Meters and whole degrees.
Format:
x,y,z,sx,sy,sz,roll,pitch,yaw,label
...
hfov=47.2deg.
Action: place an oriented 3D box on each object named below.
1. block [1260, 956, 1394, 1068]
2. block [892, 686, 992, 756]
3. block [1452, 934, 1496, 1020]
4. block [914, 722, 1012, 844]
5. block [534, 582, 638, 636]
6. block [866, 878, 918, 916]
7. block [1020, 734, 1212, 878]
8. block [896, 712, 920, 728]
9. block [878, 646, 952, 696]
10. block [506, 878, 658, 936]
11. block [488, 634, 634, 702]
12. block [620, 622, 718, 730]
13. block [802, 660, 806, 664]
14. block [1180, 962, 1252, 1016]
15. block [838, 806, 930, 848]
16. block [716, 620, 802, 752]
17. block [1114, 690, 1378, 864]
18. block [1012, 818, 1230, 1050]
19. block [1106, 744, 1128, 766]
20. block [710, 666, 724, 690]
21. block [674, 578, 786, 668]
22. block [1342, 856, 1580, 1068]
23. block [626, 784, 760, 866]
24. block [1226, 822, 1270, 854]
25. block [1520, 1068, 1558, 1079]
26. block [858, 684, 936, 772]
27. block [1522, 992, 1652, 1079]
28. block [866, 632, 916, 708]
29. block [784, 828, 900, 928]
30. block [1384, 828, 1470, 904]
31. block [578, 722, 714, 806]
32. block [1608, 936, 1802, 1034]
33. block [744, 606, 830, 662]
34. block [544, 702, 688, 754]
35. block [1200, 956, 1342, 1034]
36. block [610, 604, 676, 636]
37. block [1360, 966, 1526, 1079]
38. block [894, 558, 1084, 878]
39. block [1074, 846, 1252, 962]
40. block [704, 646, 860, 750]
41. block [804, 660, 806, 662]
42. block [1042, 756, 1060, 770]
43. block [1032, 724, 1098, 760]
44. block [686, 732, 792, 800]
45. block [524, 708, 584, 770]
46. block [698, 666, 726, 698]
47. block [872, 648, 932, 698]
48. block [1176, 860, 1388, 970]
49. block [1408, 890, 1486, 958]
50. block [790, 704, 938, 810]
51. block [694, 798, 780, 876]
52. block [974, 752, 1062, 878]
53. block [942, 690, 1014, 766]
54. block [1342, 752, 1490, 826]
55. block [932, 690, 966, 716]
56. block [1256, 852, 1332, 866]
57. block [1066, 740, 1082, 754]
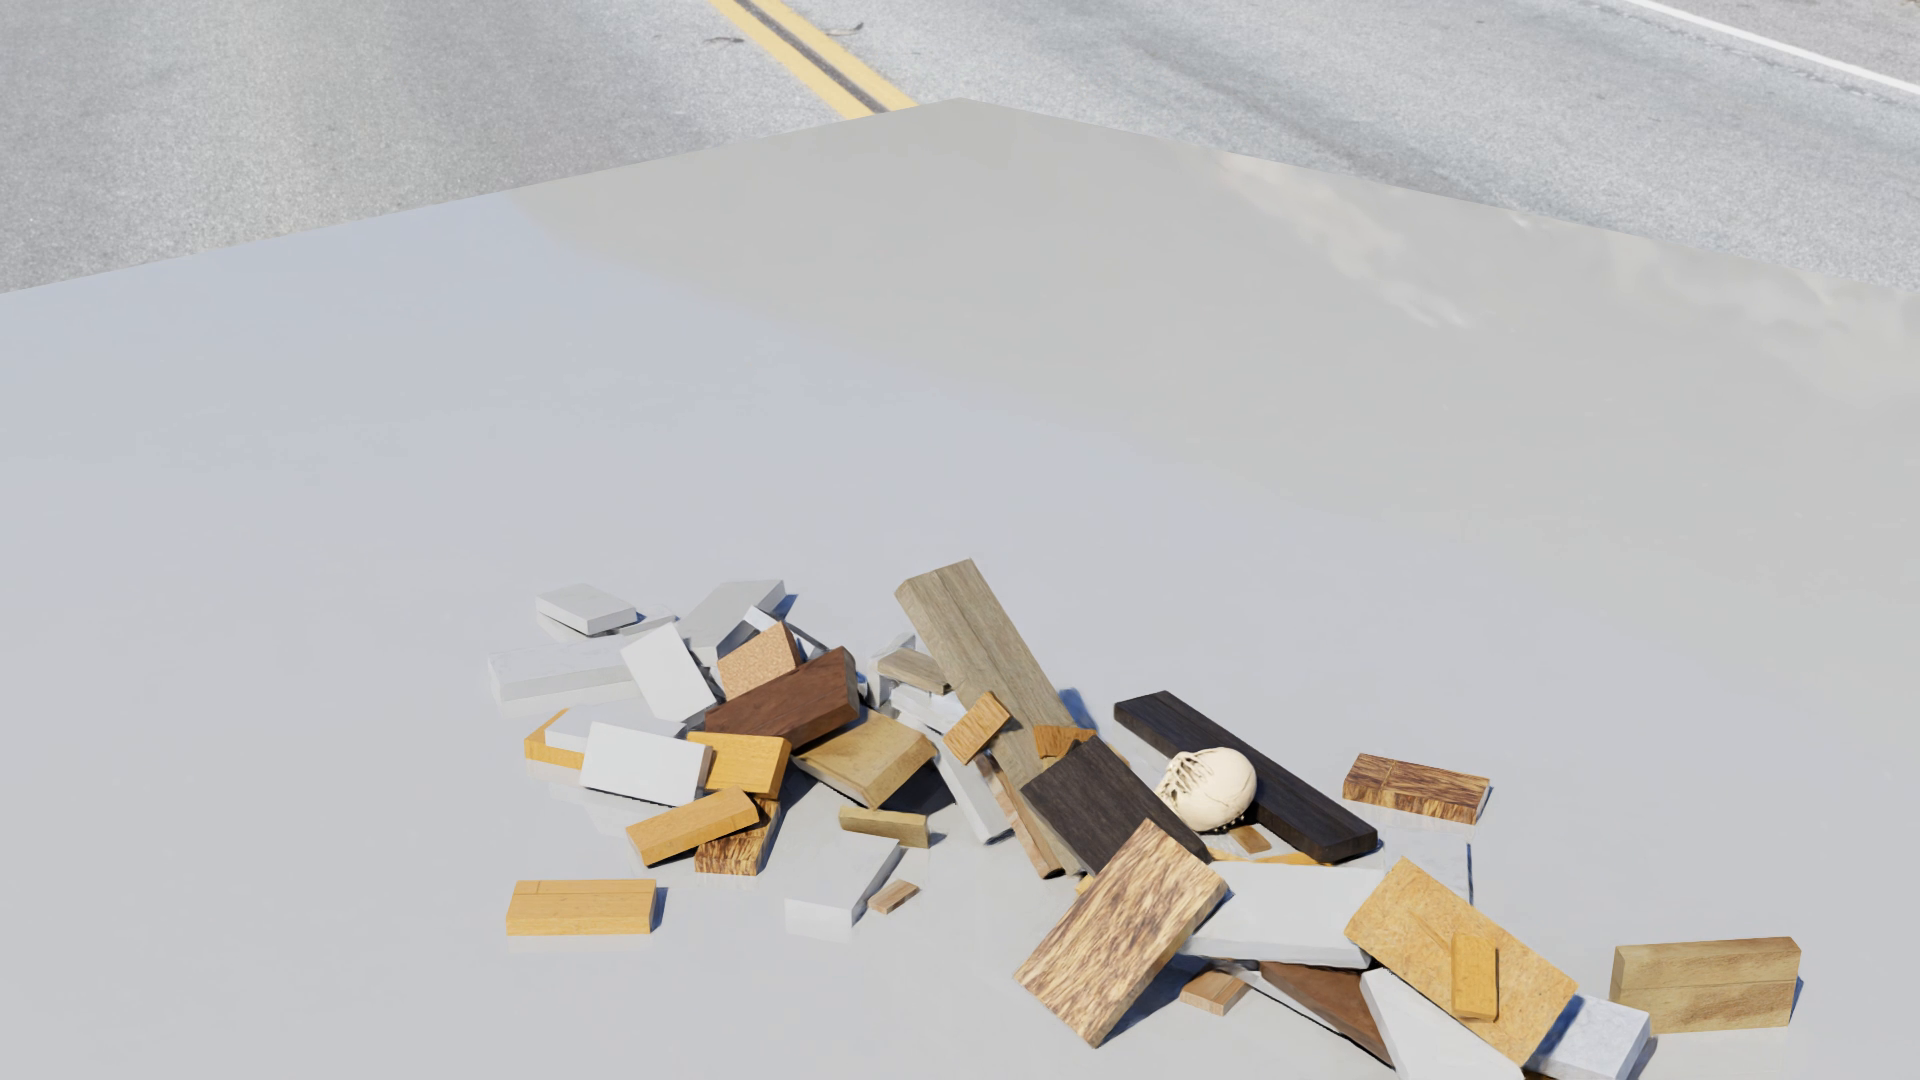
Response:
x,y,z,sx,sy,sz,roll,pitch,yaw,label
0.700,0.755,3.691,0.354,0.050,0.177,31,62,31,block
0.005,0.340,4.366,0.135,0.038,0.269,-20,32,-40,block
0.817,0.694,3.494,0.066,0.019,0.132,9,53,0,block
0.034,0.461,4.392,0.135,0.038,0.269,-20,72,-38,block
-0.901,0.164,5.289,0.131,0.037,0.262,-17,22,-35,block
-0.127,0.674,4.155,0.049,0.014,0.098,16,28,34,block
0.278,0.515,3.982,0.179,0.051,0.358,-35,42,-10,block
-0.010,0.442,4.568,0.137,0.039,0.275,27,5,-38,block
-0.074,0.263,4.401,0.168,0.024,0.084,18,29,34,block
-0.704,0.684,4.100,0.262,0.037,0.131,0,23,-1,block
-0.906,0.290,5.020,0.315,0.045,0.158,-9,24,-20,block
-0.635,0.307,4.816,0.131,0.037,0.262,-30,51,-8,block
-0.392,0.284,4.856,0.088,0.025,0.176,-15,26,-38,block
0.468,0.779,3.893,0.085,0.024,0.169,15,27,31,block
-0.148,0.564,4.319,0.172,0.086,0.024,5,52,11,block
-0.409,0.333,4.711,0.171,0.049,0.343,-33,37,6,block
0.576,0.479,4.556,0.136,0.039,0.734,-12,24,-27,block
0.276,0.673,3.773,0.179,0.051,0.358,37,82,31,block
0.258,0.472,4.618,0.172,0.024,0.086,-9,25,-20,block
-0.463,0.332,4.867,0.092,0.026,0.184,-19,48,-39,block
-0.560,0.192,5.140,0.157,0.045,0.529,-4,15,13,block
0.814,0.681,3.575,0.346,0.049,0.173,36,48,18,block
-0.527,0.560,4.326,0.239,0.034,0.120,-20,22,-17,block
0.571,0.590,4.354,0.046,0.013,0.093,-9,25,-21,block
0.920,0.890,3.633,0.085,0.024,0.564,-15,27,-31,block
-0.149,0.394,4.691,0.137,0.039,0.274,28,7,-32,block
0.882,0.794,3.717,0.524,0.044,0.154,11,39,36,block
-0.147,0.277,4.722,0.029,0.103,0.206,8,17,19,block
-0.222,0.643,4.198,0.133,0.038,0.265,7,24,17,block
0.884,0.649,4.176,0.154,0.044,0.309,4,23,10,block
-0.644,0.462,4.502,0.266,0.133,0.038,9,-6,21,block
1.270,0.764,3.763,0.309,0.154,0.044,-2,23,-5,block
-0.365,0.233,5.002,0.136,0.039,0.272,29,0,-42,block
-0.723,0.410,4.631,0.266,0.038,0.133,9,25,20,block
0.574,0.713,3.866,0.354,0.050,0.177,23,57,41,block
-0.765,0.193,5.279,0.148,0.021,0.074,-16,28,-32,block
0.789,0.831,3.521,0.173,0.049,0.346,-13,51,-10,block
0.113,0.334,4.244,0.179,0.051,0.651,-18,68,-41,block
0.396,0.630,3.974,0.354,0.050,0.177,13,50,45,block
-0.372,0.363,4.569,0.343,0.049,0.171,-26,39,15,block
-0.346,0.305,5.008,0.184,0.026,0.092,8,24,17,block
0.206,0.440,4.178,0.098,0.014,0.049,8,53,-29,block
0.207,0.392,4.212,0.133,0.019,0.067,8,53,-29,block
-0.465,0.459,4.487,0.239,0.034,0.120,1,64,30,block
-0.747,0.438,4.671,0.315,0.045,0.158,9,25,21,block
-0.559,0.299,4.962,0.184,0.026,0.092,21,32,36,block
-0.090,0.267,4.449,0.168,0.024,0.084,23,32,40,block
0.513,0.638,3.786,0.442,0.049,0.173,-2,40,34,block
0.798,0.635,3.566,0.066,0.019,0.132,-28,60,-35,block
-0.206,0.430,4.473,0.171,0.049,0.390,-42,23,-16,block
-0.438,0.583,4.344,0.120,0.034,0.239,3,23,7,block
0.149,0.513,4.285,0.135,0.038,0.269,-19,72,-38,block
0.033,0.356,4.165,0.067,0.133,0.019,47,14,19,block
0.936,0.510,4.511,0.272,0.039,0.136,10,25,22,block
0.037,0.323,4.329,0.174,0.024,0.084,22,31,39,block
0.644,0.632,4.248,0.132,0.019,0.066,-6,24,-15,block
0.218,0.430,4.166,0.049,0.014,0.098,37,55,-14,block
